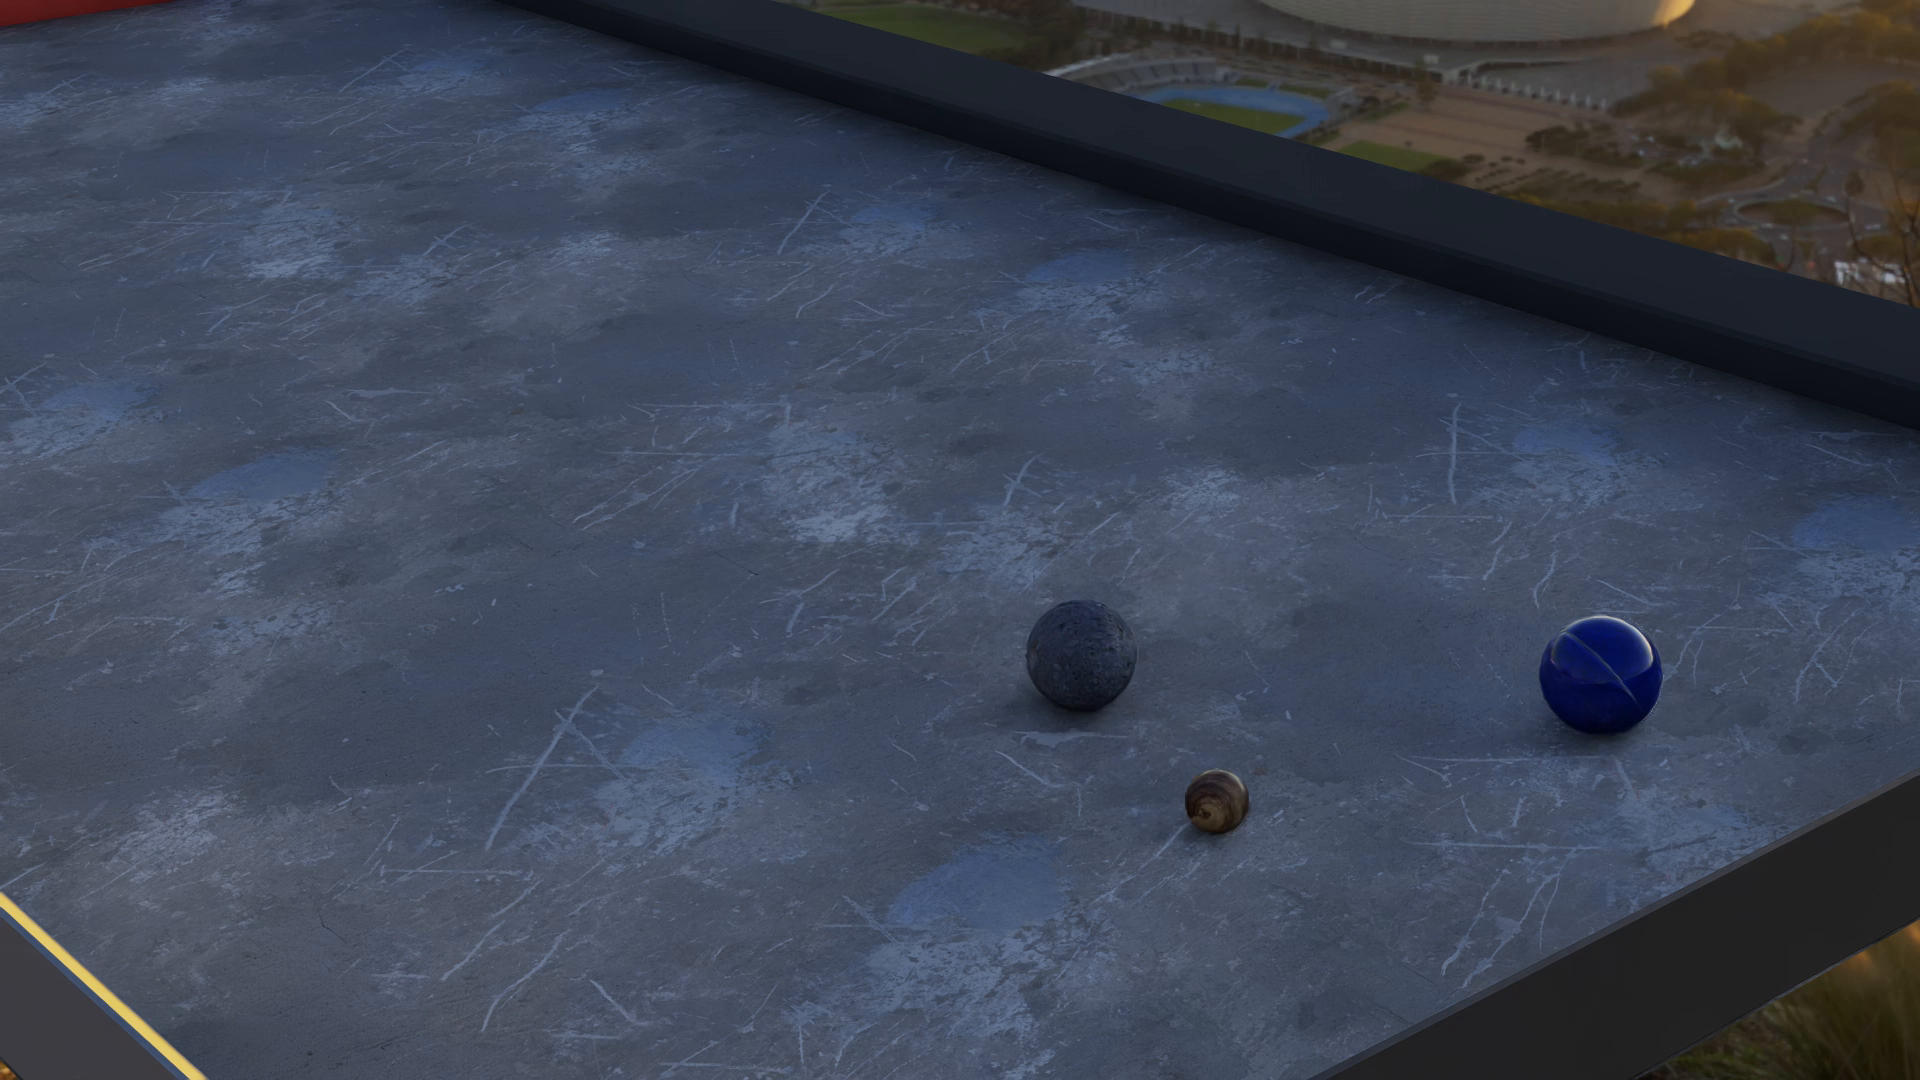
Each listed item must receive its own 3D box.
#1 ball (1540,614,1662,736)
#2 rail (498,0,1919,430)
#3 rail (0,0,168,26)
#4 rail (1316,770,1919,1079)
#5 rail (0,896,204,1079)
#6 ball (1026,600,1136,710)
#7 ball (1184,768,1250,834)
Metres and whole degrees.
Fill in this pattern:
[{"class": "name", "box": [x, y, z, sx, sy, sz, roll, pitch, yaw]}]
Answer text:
[{"class": "ball", "box": [0.474, 0.100, 2.175, 0.089, 0.089, 0.089, 0, 22, 0]}, {"class": "rail", "box": [0.142, -0.491, 3.575, 0.045, 0.116, 3.386, -18, 28, -37]}, {"class": "rail", "box": [-1.622, -0.755, 4.220, 1.847, 0.116, 0.045, -18, 28, -37]}, {"class": "rail", "box": [0.530, 0.214, 1.858, 1.847, 0.116, 0.045, -18, 28, -37]}, {"class": "rail", "box": [-1.233, -0.050, 2.503, 0.045, 0.116, 3.386, -18, 28, -37]}, {"class": "ball", "box": [0.091, 0.087, 2.214, 0.084, 0.084, 0.084, 0, 22, 0]}, {"class": "ball", "box": [0.178, 0.181, 2.035, 0.045, 0.045, 0.045, 0, 22, 0]}]
